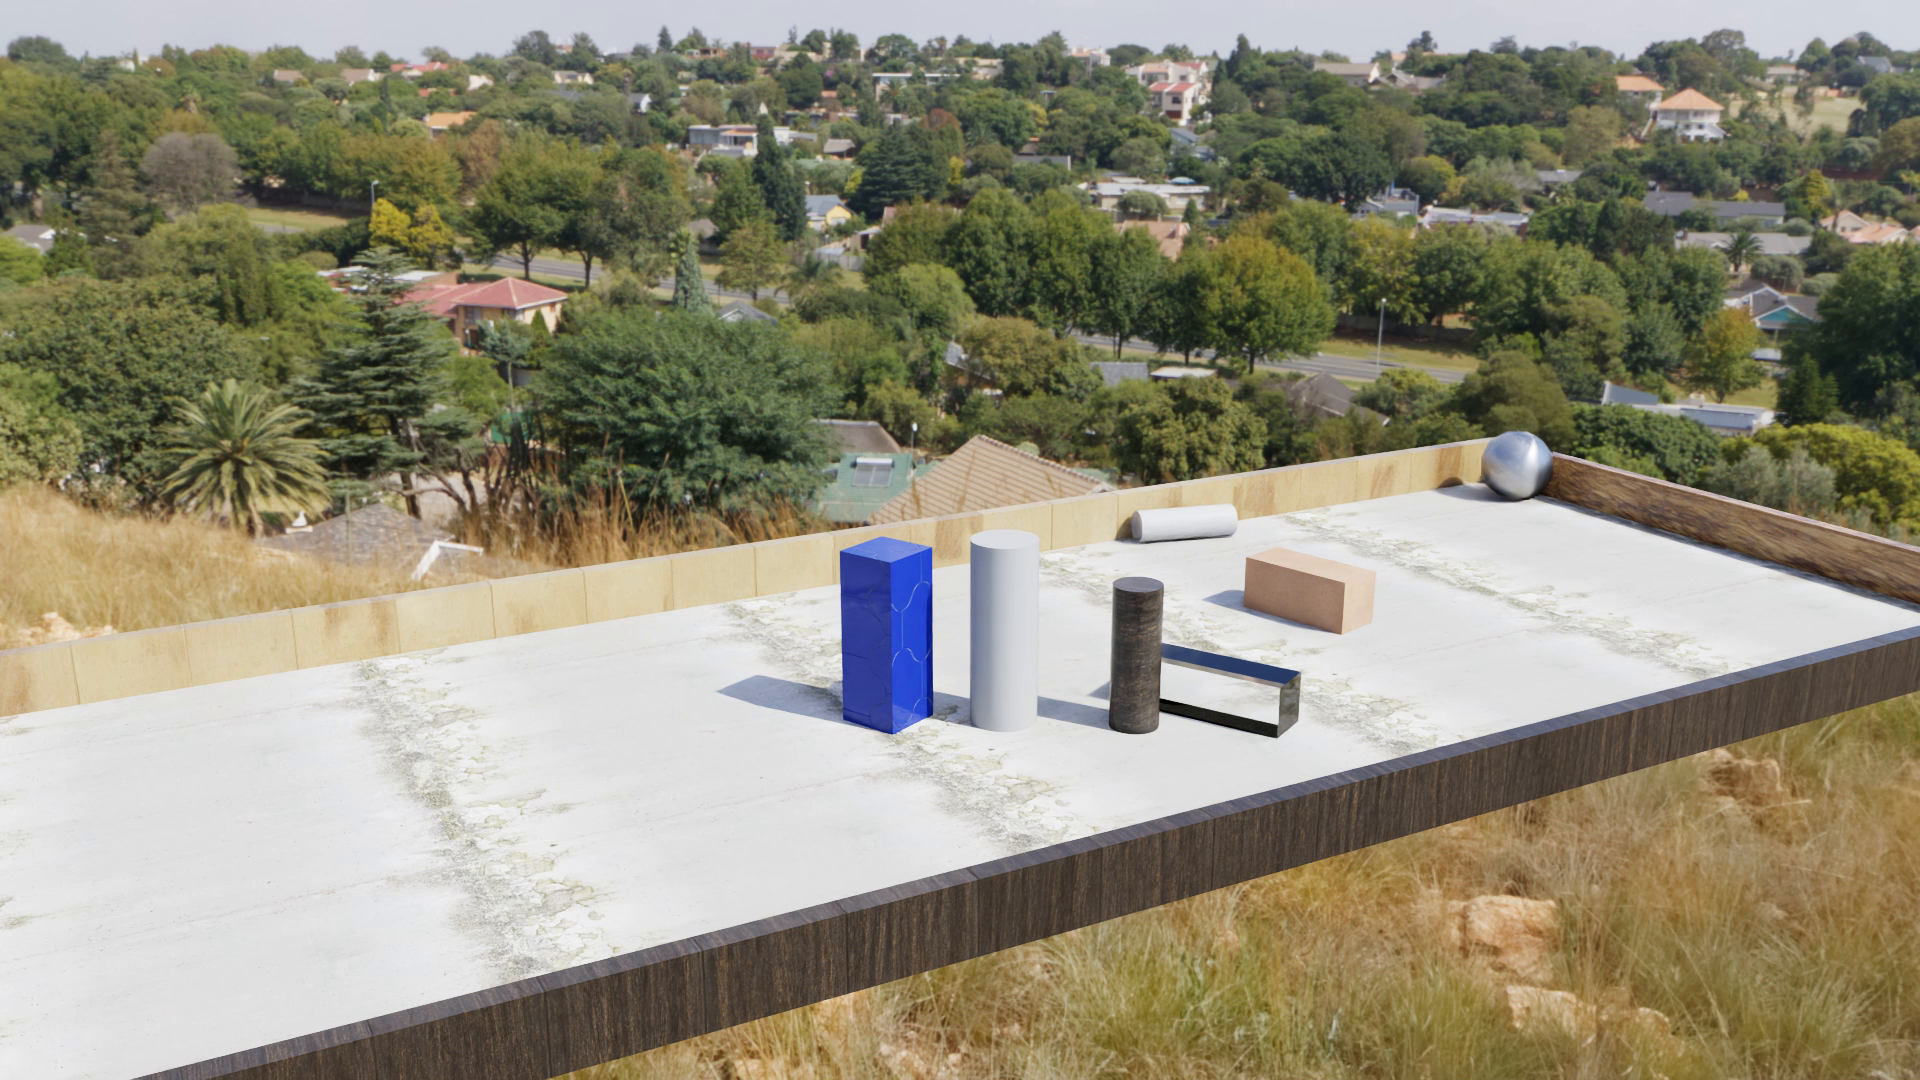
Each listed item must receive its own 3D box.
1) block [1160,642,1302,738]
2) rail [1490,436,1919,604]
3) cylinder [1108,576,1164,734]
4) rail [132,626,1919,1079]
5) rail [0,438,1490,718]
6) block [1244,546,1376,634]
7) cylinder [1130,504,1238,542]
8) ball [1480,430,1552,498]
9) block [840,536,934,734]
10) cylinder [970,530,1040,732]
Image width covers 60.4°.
[{"bbox_3d":[0.604,0.353,3.932,0.387,0.125,0.125,11,19,32],"label":"block"},{"bbox_3d":[2.466,-0.048,5.253,0.050,0.150,2.100,-9,18,-27],"label":"rail"},{"bbox_3d":[0.409,0.268,3.828,0.118,0.347,0.118,0,16,0],"label":"cylinder"},{"bbox_3d":[-2.336,1.006,1.665,12.000,0.150,0.050,-9,18,-27],"label":"rail"},{"bbox_3d":[-3.305,0.497,3.399,12.000,0.150,0.050,-9,18,-27],"label":"rail"},{"bbox_3d":[0.976,0.139,4.620,0.149,0.149,0.330,-15,22,-41],"label":"block"},{"bbox_3d":[0.729,-0.055,5.359,0.329,0.104,0.104,-4,17,-15],"label":"cylinder"},{"bbox_3d":[1.968,-0.267,5.836,0.241,0.241,0.241,0,16,0],"label":"ball"},{"bbox_3d":[-0.170,0.221,3.862,0.152,0.417,0.152,12,20,35],"label":"block"},{"bbox_3d":[0.103,0.211,3.847,0.160,0.445,0.160,0,16,0],"label":"cylinder"}]
